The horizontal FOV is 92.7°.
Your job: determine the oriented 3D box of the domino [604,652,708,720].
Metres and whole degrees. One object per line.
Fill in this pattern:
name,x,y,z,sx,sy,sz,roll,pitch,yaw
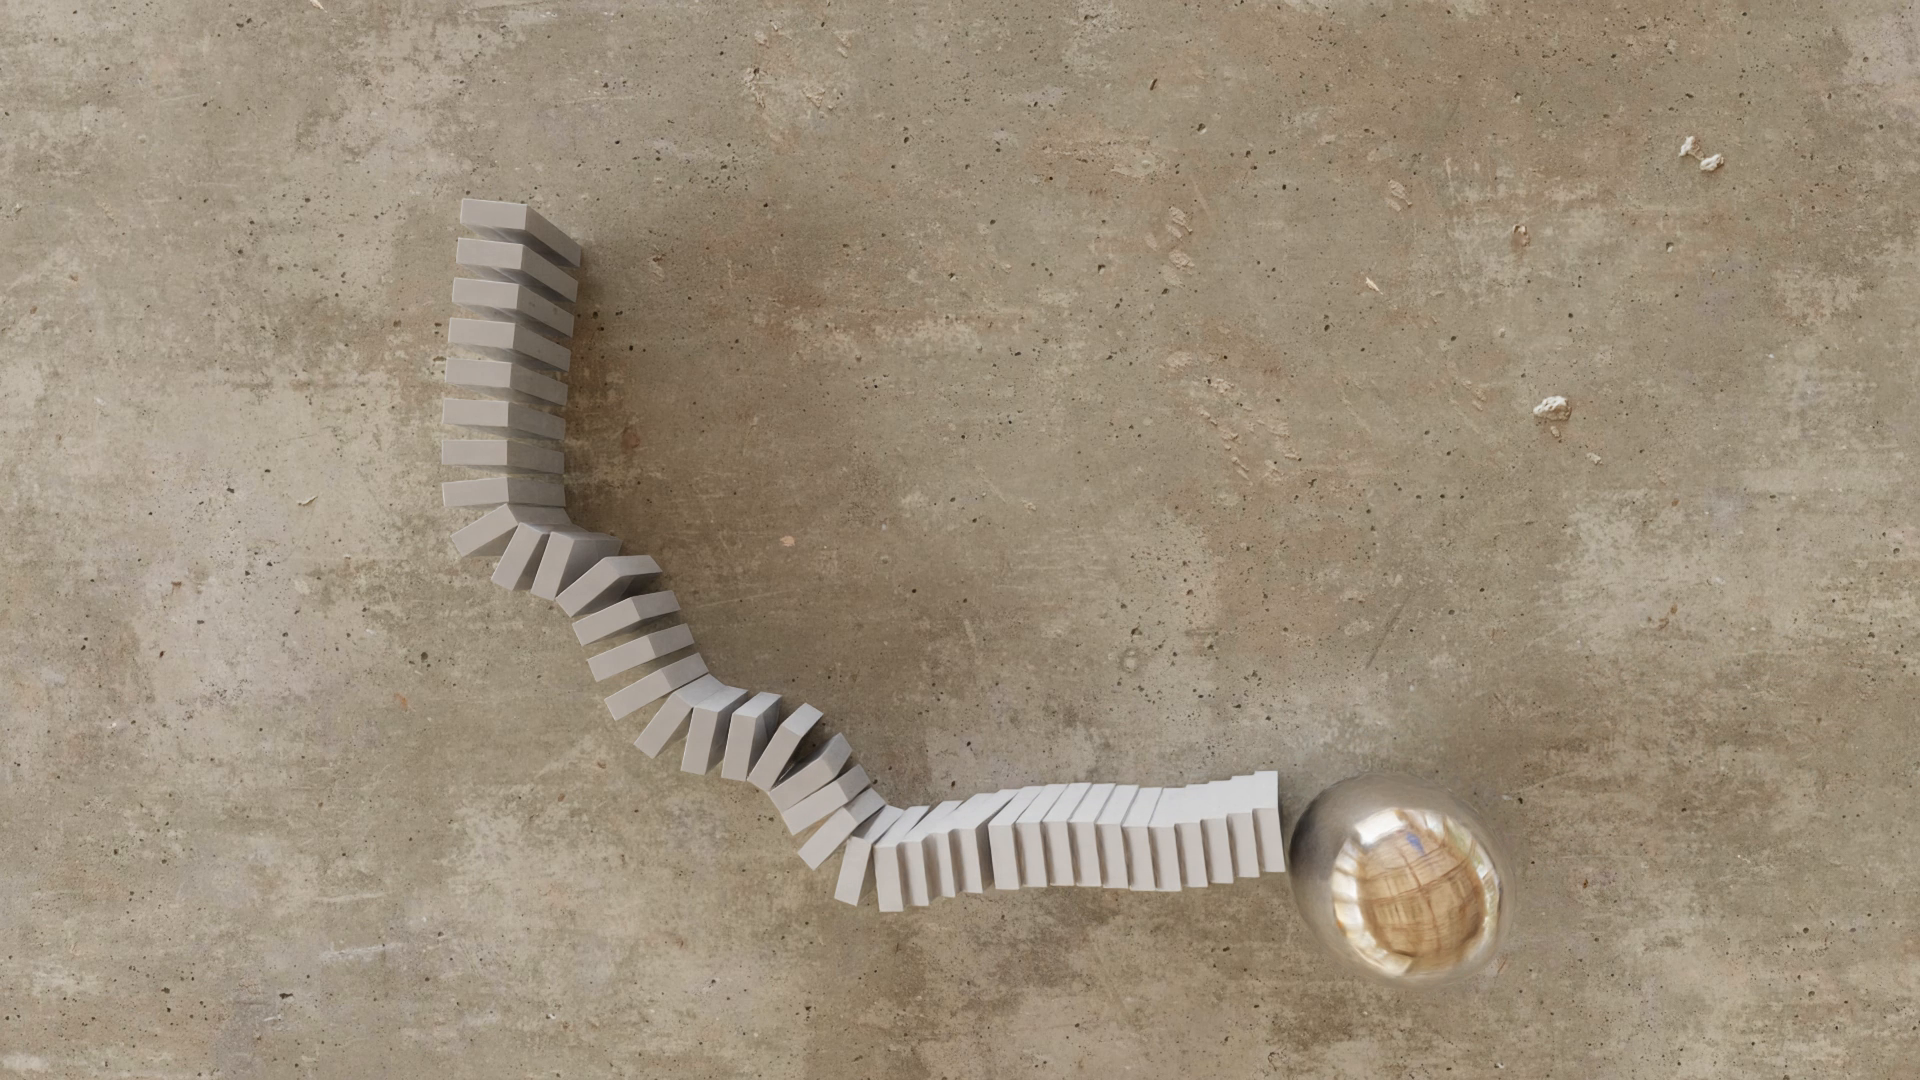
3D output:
domino,-0.123,0.059,0.375,0.025,0.050,0.009,-29,90,0

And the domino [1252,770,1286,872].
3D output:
domino,0.126,0.114,0.375,0.009,0.050,0.025,-7,90,19

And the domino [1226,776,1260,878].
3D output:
domino,0.117,0.116,0.375,0.010,0.050,0.025,-7,90,19

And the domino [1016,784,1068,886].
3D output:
domino,0.036,0.120,0.375,0.010,0.050,0.025,-7,90,20

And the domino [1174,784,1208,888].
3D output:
domino,0.097,0.120,0.375,0.010,0.050,0.025,-7,90,19

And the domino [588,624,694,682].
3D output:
domino,-0.129,0.045,0.375,0.025,0.050,0.009,-22,90,0

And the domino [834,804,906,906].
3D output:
domino,-0.036,0.128,0.375,0.009,0.050,0.025,13,90,12

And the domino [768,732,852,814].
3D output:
domino,-0.060,0.094,0.375,0.025,0.050,0.009,-34,88,0

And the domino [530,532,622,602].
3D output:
domino,-0.156,0.010,0.375,0.010,0.050,0.025,19,90,0

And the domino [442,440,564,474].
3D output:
domino,-0.185,-0.033,0.375,0.025,0.050,0.009,0,90,0

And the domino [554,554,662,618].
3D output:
domino,-0.142,0.018,0.375,0.025,0.050,0.010,-40,90,0

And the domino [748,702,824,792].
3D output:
domino,-0.070,0.084,0.375,0.010,0.050,0.025,31,90,1

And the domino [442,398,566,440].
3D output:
domino,-0.185,-0.049,0.375,0.025,0.050,0.010,3,90,0

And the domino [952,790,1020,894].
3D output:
domino,0.013,0.122,0.375,0.009,0.050,0.025,-7,90,25

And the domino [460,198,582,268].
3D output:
domino,-0.178,-0.125,0.375,0.025,0.050,0.010,6,90,0

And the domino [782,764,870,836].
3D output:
domino,-0.054,0.105,0.375,0.025,0.050,0.009,-32,82,0

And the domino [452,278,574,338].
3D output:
domino,-0.181,-0.094,0.375,0.025,0.050,0.010,6,90,0

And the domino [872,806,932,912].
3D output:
domino,-0.022,0.129,0.375,0.010,0.050,0.025,-7,90,14

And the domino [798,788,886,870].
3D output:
domino,-0.047,0.117,0.375,0.009,0.050,0.025,44,90,10

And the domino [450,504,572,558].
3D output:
domino,-0.182,-0.004,0.375,0.025,0.050,0.010,-30,90,0

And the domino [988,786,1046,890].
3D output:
domino,0.025,0.121,0.375,0.009,0.050,0.025,-7,90,20

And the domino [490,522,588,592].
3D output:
domino,-0.169,0.006,0.375,0.010,0.050,0.025,28,90,0

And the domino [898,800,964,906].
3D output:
domino,-0.010,0.127,0.375,0.010,0.050,0.025,-7,90,19

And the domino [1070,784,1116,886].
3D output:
domino,0.056,0.119,0.375,0.009,0.050,0.025,-7,90,19

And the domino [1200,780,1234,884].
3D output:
domino,0.107,0.118,0.375,0.009,0.050,0.025,-7,90,19

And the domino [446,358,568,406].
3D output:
domino,-0.184,-0.064,0.375,0.025,0.050,0.010,4,90,0

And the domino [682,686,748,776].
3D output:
domino,-0.099,0.077,0.375,0.009,0.050,0.025,12,90,0

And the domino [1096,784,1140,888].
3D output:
domino,0.066,0.120,0.375,0.009,0.050,0.025,-7,90,19

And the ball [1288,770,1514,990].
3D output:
ball,0.171,0.132,0.360,0.080,0.080,0.080,0,90,0

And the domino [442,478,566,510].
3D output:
domino,-0.185,-0.018,0.375,0.025,0.050,0.009,-5,90,0

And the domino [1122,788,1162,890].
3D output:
domino,0.077,0.121,0.375,0.009,0.050,0.025,-7,90,19

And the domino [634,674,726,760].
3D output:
domino,-0.113,0.071,0.375,0.010,0.050,0.025,37,90,0

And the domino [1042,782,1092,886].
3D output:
domino,0.046,0.119,0.375,0.009,0.050,0.025,-7,90,19

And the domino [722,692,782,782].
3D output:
domino,-0.084,0.079,0.375,0.010,0.050,0.025,10,90,0

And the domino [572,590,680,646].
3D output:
domino,-0.135,0.031,0.375,0.025,0.050,0.010,-25,90,0

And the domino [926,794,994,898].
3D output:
domino,0.003,0.124,0.375,0.009,0.050,0.025,-7,90,25

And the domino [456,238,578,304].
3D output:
domino,-0.180,-0.109,0.375,0.025,0.050,0.009,6,90,0

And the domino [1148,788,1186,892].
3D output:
domino,0.087,0.121,0.375,0.009,0.050,0.025,-7,90,19

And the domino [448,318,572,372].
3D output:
domino,-0.183,-0.079,0.375,0.025,0.050,0.010,5,90,0
